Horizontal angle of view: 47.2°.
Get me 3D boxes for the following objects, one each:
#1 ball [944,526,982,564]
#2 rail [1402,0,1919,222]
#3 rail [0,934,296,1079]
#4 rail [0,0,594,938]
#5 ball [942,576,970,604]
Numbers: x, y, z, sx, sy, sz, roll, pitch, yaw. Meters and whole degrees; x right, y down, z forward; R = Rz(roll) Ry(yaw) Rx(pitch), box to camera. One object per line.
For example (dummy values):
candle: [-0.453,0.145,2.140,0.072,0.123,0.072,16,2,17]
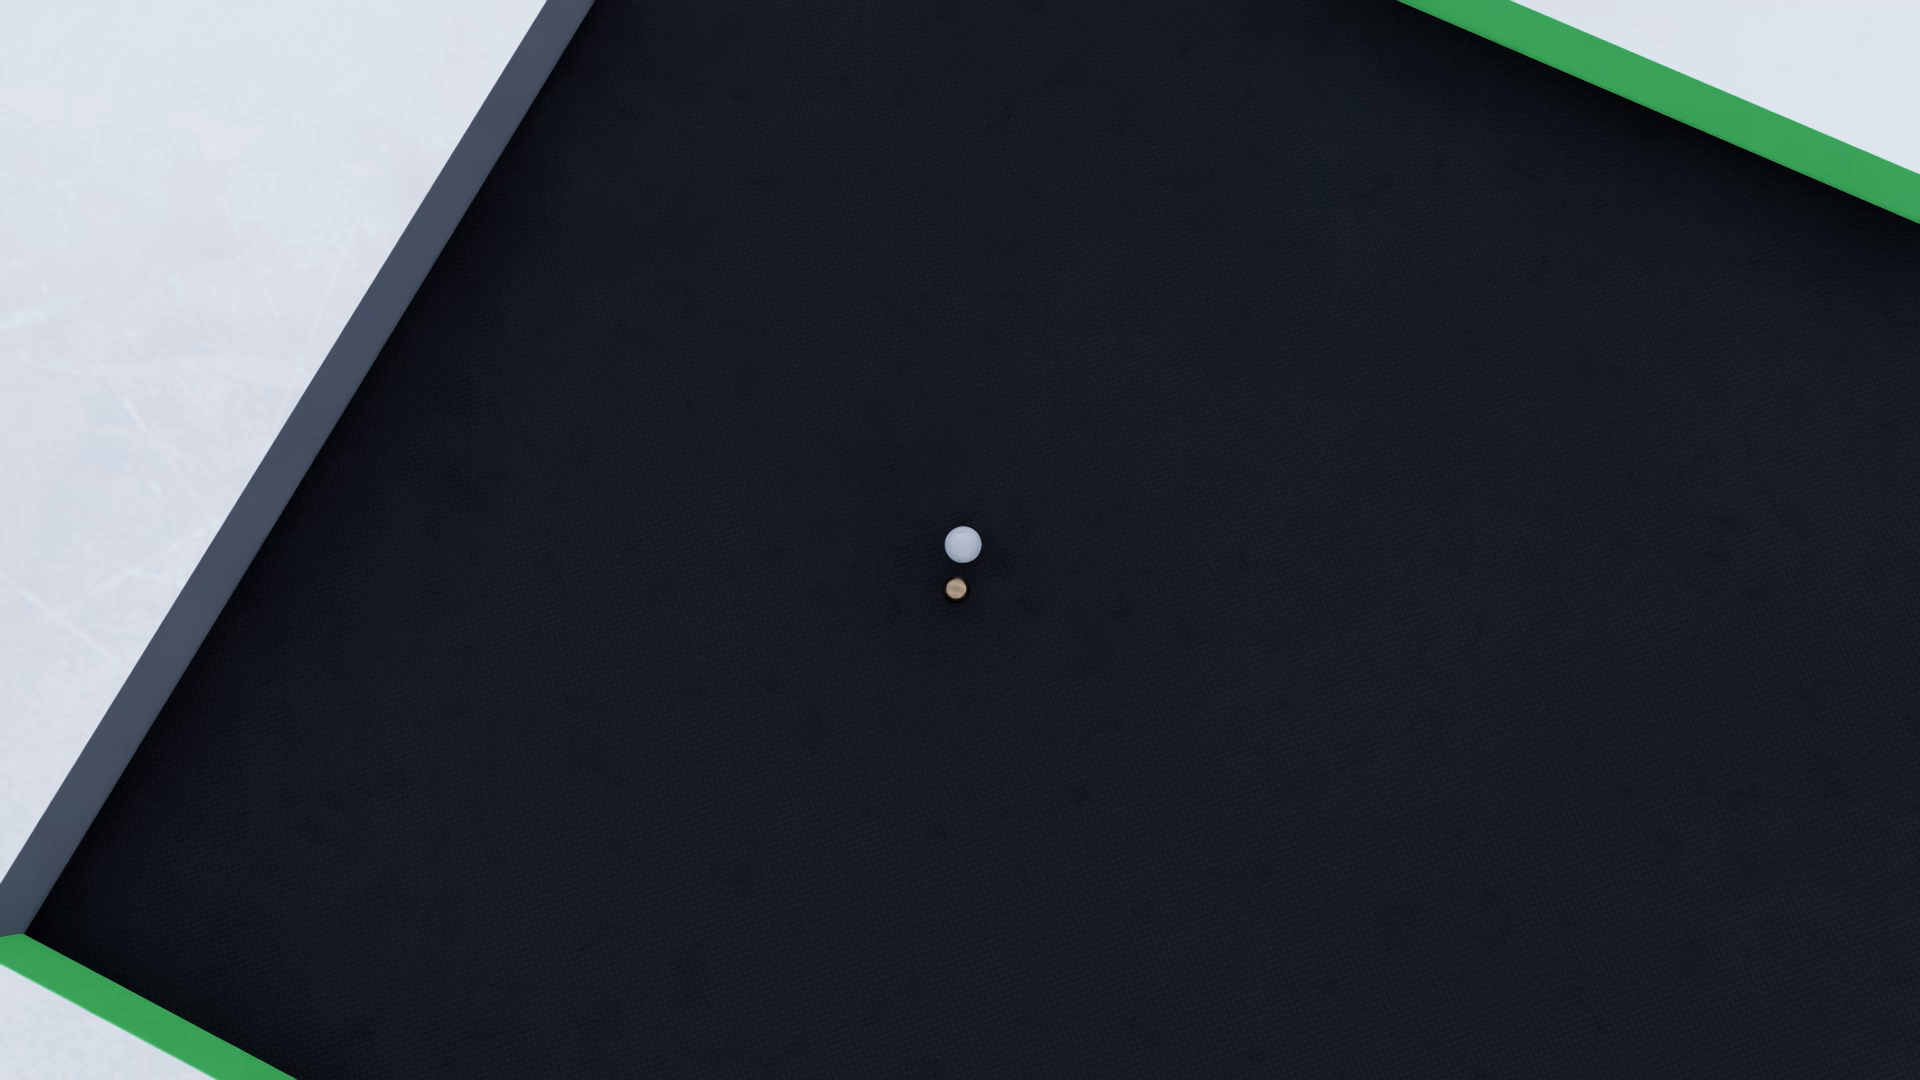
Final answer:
ball: [0.005,0.007,3.380,0.057,0.057,0.057,0,73,0]
rail: [1.407,-0.588,3.528,3.970,0.112,0.045,25,75,7]
rail: [0.372,1.414,2.930,3.970,0.112,0.045,25,75,7]
rail: [-0.868,-0.421,3.478,0.045,0.112,2.379,25,75,7]
ball: [-0.006,0.077,3.366,0.044,0.044,0.044,0,73,0]
